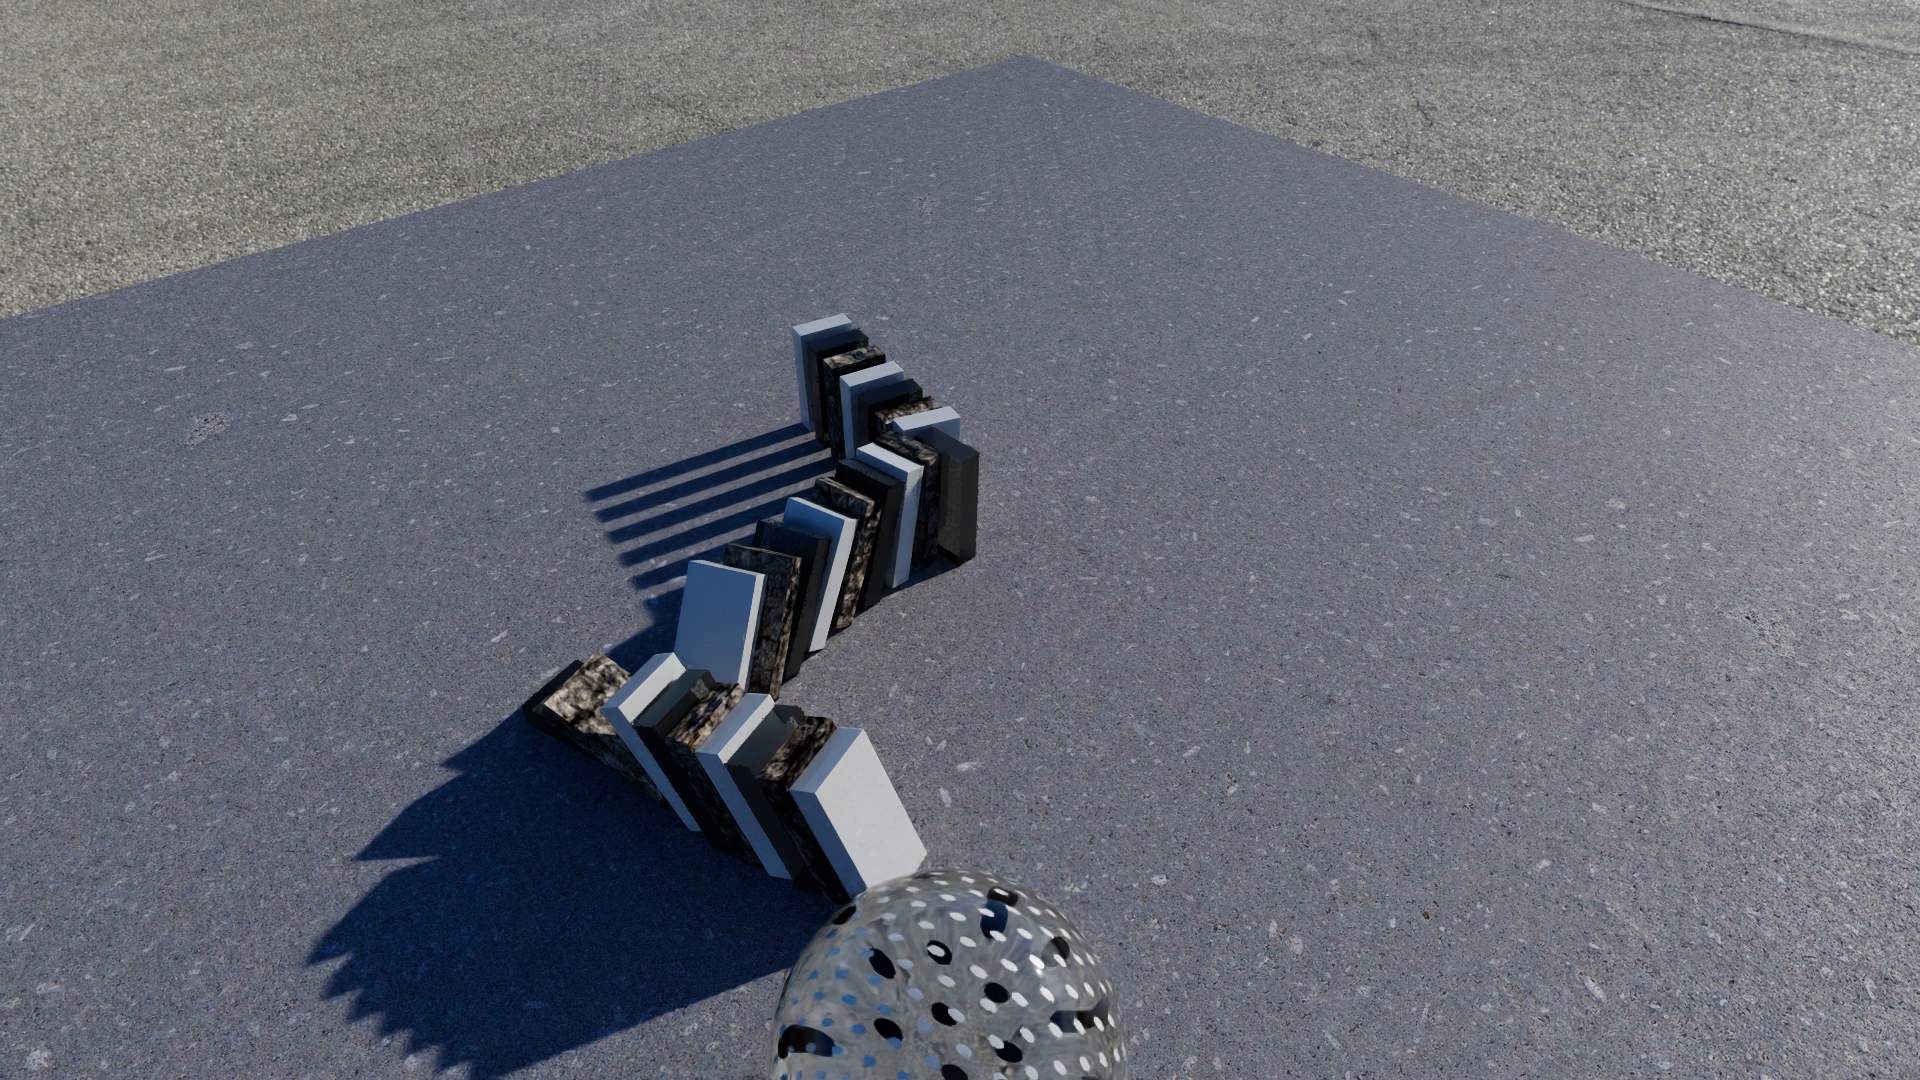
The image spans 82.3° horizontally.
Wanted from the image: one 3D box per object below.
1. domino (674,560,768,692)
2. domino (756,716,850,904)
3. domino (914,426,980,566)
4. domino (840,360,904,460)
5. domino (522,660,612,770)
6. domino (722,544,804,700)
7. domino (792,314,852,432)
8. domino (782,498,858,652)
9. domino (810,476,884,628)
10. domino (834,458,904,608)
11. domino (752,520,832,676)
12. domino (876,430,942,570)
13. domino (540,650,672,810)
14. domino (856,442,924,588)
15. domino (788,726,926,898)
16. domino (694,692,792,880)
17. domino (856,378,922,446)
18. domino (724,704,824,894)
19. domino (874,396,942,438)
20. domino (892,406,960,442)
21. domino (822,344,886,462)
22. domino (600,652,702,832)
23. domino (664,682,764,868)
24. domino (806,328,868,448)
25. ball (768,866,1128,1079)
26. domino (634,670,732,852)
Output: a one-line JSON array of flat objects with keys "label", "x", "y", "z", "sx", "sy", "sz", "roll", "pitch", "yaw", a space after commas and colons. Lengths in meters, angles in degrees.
[{"label": "domino", "x": -0.083, "y": 0.034, "z": 0.374, "sx": 0.025, "sy": 0.050, "sz": 0.010, "roll": 11, "pitch": 4, "yaw": 13}, {"label": "domino", "x": -0.037, "y": 0.078, "z": 0.316, "sx": 0.009, "sy": 0.050, "sz": 0.025, "roll": -2, "pitch": 33, "yaw": 35}, {"label": "domino", "x": -0.005, "y": -0.017, "z": 0.432, "sx": 0.025, "sy": 0.050, "sz": 0.009, "roll": 32, "pitch": 47, "yaw": 33}, {"label": "domino", "x": -0.037, "y": -0.050, "z": 0.472, "sx": 0.025, "sy": 0.050, "sz": 0.009, "roll": -20, "pitch": 44, "yaw": -23}, {"label": "domino", "x": -0.119, "y": 0.060, "z": 0.370, "sx": 0.050, "sy": 0.010, "sz": 0.025, "roll": 20, "pitch": 44, "yaw": 23}, {"label": "domino", "x": -0.072, "y": 0.028, "z": 0.381, "sx": 0.025, "sy": 0.050, "sz": 0.009, "roll": 11, "pitch": 4, "yaw": 13}, {"label": "domino", "x": -0.062, "y": -0.076, "z": 0.505, "sx": 0.025, "sy": 0.050, "sz": 0.009, "roll": -20, "pitch": 44, "yaw": -23}, {"label": "domino", "x": -0.056, "y": 0.012, "z": 0.399, "sx": 0.025, "sy": 0.050, "sz": 0.010, "roll": 21, "pitch": 12, "yaw": 24}, {"label": "domino", "x": -0.047, "y": 0.005, "z": 0.407, "sx": 0.025, "sy": 0.050, "sz": 0.009, "roll": 25, "pitch": 18, "yaw": 27}, {"label": "domino", "x": -0.038, "y": -0.003, "z": 0.415, "sx": 0.025, "sy": 0.050, "sz": 0.009, "roll": 26, "pitch": 25, "yaw": 28}, {"label": "domino", "x": -0.064, "y": 0.020, "z": 0.390, "sx": 0.025, "sy": 0.050, "sz": 0.009, "roll": 17, "pitch": 7, "yaw": 19}, {"label": "domino", "x": -0.021, "y": -0.015, "z": 0.430, "sx": 0.025, "sy": 0.050, "sz": 0.009, "roll": 26, "pitch": 41, "yaw": 28}, {"label": "domino", "x": -0.104, "y": 0.060, "z": 0.350, "sx": 0.050, "sy": 0.010, "sz": 0.025, "roll": 36, "pitch": 48, "yaw": 1}, {"label": "domino", "x": -0.030, "y": -0.009, "z": 0.422, "sx": 0.025, "sy": 0.050, "sz": 0.009, "roll": 26, "pitch": 33, "yaw": 28}, {"label": "domino", "x": -0.028, "y": 0.081, "z": 0.313, "sx": 0.009, "sy": 0.050, "sz": 0.025, "roll": -2, "pitch": 33, "yaw": 35}, {"label": "domino", "x": -0.056, "y": 0.072, "z": 0.323, "sx": 0.010, "sy": 0.050, "sz": 0.025, "roll": -2, "pitch": 33, "yaw": 34}, {"label": "domino", "x": -0.028, "y": -0.041, "z": 0.461, "sx": 0.025, "sy": 0.050, "sz": 0.010, "roll": -20, "pitch": 44, "yaw": -23}, {"label": "domino", "x": -0.047, "y": 0.075, "z": 0.320, "sx": 0.010, "sy": 0.050, "sz": 0.025, "roll": -2, "pitch": 33, "yaw": 35}, {"label": "domino", "x": -0.020, "y": -0.032, "z": 0.451, "sx": 0.025, "sy": 0.050, "sz": 0.009, "roll": -20, "pitch": 43, "yaw": -23}, {"label": "domino", "x": -0.014, "y": -0.028, "z": 0.444, "sx": 0.025, "sy": 0.050, "sz": 0.009, "roll": -16, "pitch": 41, "yaw": -24}, {"label": "domino", "x": -0.045, "y": -0.059, "z": 0.483, "sx": 0.025, "sy": 0.050, "sz": 0.010, "roll": -20, "pitch": 44, "yaw": -23}, {"label": "domino", "x": -0.085, "y": 0.062, "z": 0.337, "sx": 0.010, "sy": 0.050, "sz": 0.025, "roll": -10, "pitch": 29, "yaw": 38}, {"label": "domino", "x": -0.065, "y": 0.070, "z": 0.327, "sx": 0.010, "sy": 0.050, "sz": 0.025, "roll": -2, "pitch": 33, "yaw": 35}, {"label": "domino", "x": -0.053, "y": -0.068, "z": 0.494, "sx": 0.025, "sy": 0.050, "sz": 0.009, "roll": -20, "pitch": 44, "yaw": -23}, {"label": "ball", "x": -0.003, "y": 0.115, "z": 0.247, "sx": 0.080, "sy": 0.080, "sz": 0.080, "roll": 0, "pitch": 39, "yaw": 0}, {"label": "domino", "x": -0.075, "y": 0.066, "z": 0.331, "sx": 0.010, "sy": 0.050, "sz": 0.025, "roll": -4, "pitch": 32, "yaw": 35}]
